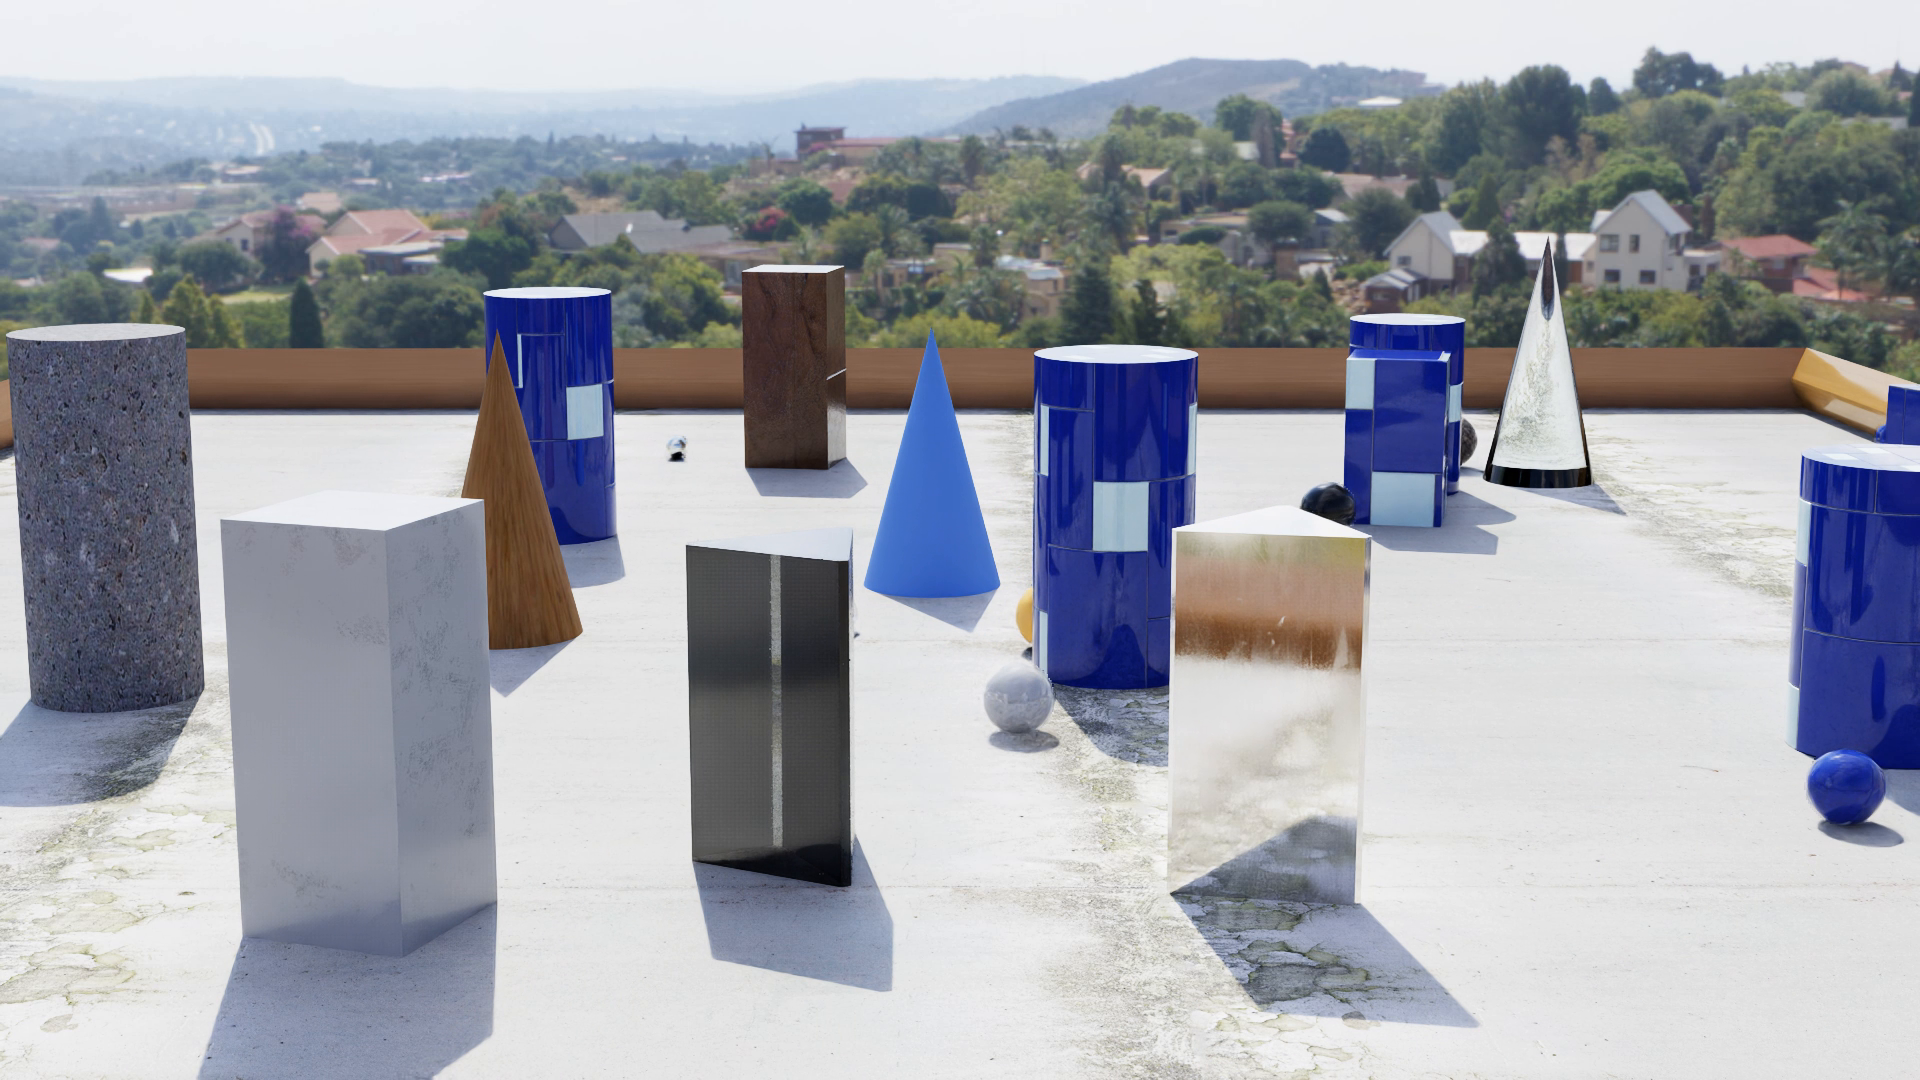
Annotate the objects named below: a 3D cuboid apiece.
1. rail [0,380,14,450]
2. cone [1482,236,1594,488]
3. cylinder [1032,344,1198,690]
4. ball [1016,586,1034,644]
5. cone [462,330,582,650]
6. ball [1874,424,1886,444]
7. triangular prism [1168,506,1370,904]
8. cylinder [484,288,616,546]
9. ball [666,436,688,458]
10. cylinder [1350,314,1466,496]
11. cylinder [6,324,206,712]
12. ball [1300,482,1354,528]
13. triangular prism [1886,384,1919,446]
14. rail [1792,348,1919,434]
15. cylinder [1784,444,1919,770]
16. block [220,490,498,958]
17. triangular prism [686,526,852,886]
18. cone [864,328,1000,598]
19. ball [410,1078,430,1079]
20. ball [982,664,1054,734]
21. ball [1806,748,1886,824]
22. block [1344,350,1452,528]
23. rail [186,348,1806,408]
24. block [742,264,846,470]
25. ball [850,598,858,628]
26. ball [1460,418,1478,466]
[{"bbox_3d":[-1.804,0.035,3.439,0.045,0.127,4.167,0,11,0],"label":"rail"},{"bbox_3d":[1.027,-0.320,4.515,0.195,0.434,0.195,0,11,0],"label":"cone"},{"bbox_3d":[0.186,-0.031,3.087,0.195,0.387,0.195,0,11,0],"label":"cylinder"},{"bbox_3d":[0.112,0.095,3.232,0.084,0.084,0.084,0,11,0],"label":"ball"},{"bbox_3d":[-0.588,-0.074,3.294,0.195,0.395,0.195,0,11,0],"label":"cone"},{"bbox_3d":[1.757,-0.191,4.840,0.061,0.061,0.061,0,11,0],"label":"ball"},{"bbox_3d":[0.283,0.143,2.310,0.169,0.328,0.146,2,11,12],"label":"triangular prism"},{"bbox_3d":[-0.636,-0.196,3.994,0.195,0.379,0.195,0,11,0],"label":"cylinder"},{"bbox_3d":[-0.530,-0.174,4.799,0.041,0.041,0.041,0,11,0],"label":"ball"},{"bbox_3d":[0.768,-0.234,4.428,0.195,0.295,0.195,0,11,0],"label":"cylinder"},{"bbox_3d":[-0.988,-0.030,2.974,0.195,0.424,0.195,0,11,0],"label":"cylinder"},{"bbox_3d":[0.572,-0.047,3.996,0.085,0.085,0.085,0,11,0],"label":"ball"},{"bbox_3d":[1.295,-0.049,3.402,0.146,0.306,0.169,8,13,38],"label":"triangular prism"},{"bbox_3d":[1.804,0.031,3.459,0.045,0.127,4.167,0,11,0],"label":"rail"},{"bbox_3d":[0.994,0.067,2.749,0.195,0.316,0.195,0,11,0],"label":"cylinder"},{"bbox_3d":[-0.507,0.150,2.184,0.156,0.359,0.156,4,11,19],"label":"block"},{"bbox_3d":[-0.140,0.146,2.377,0.169,0.298,0.146,6,12,28],"label":"triangular prism"},{"bbox_3d":[-0.040,-0.118,3.609,0.195,0.366,0.195,0,11,0],"label":"cone"},{"bbox_3d":[-0.355,0.389,1.680,0.072,0.072,0.072,0,11,0],"label":"ball"},{"bbox_3d":[0.064,0.175,2.824,0.077,0.077,0.077,0,11,0],"label":"ball"},{"bbox_3d":[0.860,0.239,2.489,0.073,0.073,0.073,0,11,0],"label":"ball"},{"bbox_3d":[0.708,-0.167,4.154,0.156,0.264,0.156,2,11,13],"label":"block"},{"bbox_3d":[-0.012,-0.343,5.474,3.655,0.127,0.045,0,11,0],"label":"rail"},{"bbox_3d":[-0.304,-0.320,4.722,0.156,0.358,0.156,2,11,10],"label":"block"},{"bbox_3d":[-0.157,0.095,3.331,0.049,0.049,0.049,0,11,0],"label":"ball"},{"bbox_3d":[0.895,-0.181,4.685,0.098,0.098,0.098,0,11,0],"label":"ball"}]
